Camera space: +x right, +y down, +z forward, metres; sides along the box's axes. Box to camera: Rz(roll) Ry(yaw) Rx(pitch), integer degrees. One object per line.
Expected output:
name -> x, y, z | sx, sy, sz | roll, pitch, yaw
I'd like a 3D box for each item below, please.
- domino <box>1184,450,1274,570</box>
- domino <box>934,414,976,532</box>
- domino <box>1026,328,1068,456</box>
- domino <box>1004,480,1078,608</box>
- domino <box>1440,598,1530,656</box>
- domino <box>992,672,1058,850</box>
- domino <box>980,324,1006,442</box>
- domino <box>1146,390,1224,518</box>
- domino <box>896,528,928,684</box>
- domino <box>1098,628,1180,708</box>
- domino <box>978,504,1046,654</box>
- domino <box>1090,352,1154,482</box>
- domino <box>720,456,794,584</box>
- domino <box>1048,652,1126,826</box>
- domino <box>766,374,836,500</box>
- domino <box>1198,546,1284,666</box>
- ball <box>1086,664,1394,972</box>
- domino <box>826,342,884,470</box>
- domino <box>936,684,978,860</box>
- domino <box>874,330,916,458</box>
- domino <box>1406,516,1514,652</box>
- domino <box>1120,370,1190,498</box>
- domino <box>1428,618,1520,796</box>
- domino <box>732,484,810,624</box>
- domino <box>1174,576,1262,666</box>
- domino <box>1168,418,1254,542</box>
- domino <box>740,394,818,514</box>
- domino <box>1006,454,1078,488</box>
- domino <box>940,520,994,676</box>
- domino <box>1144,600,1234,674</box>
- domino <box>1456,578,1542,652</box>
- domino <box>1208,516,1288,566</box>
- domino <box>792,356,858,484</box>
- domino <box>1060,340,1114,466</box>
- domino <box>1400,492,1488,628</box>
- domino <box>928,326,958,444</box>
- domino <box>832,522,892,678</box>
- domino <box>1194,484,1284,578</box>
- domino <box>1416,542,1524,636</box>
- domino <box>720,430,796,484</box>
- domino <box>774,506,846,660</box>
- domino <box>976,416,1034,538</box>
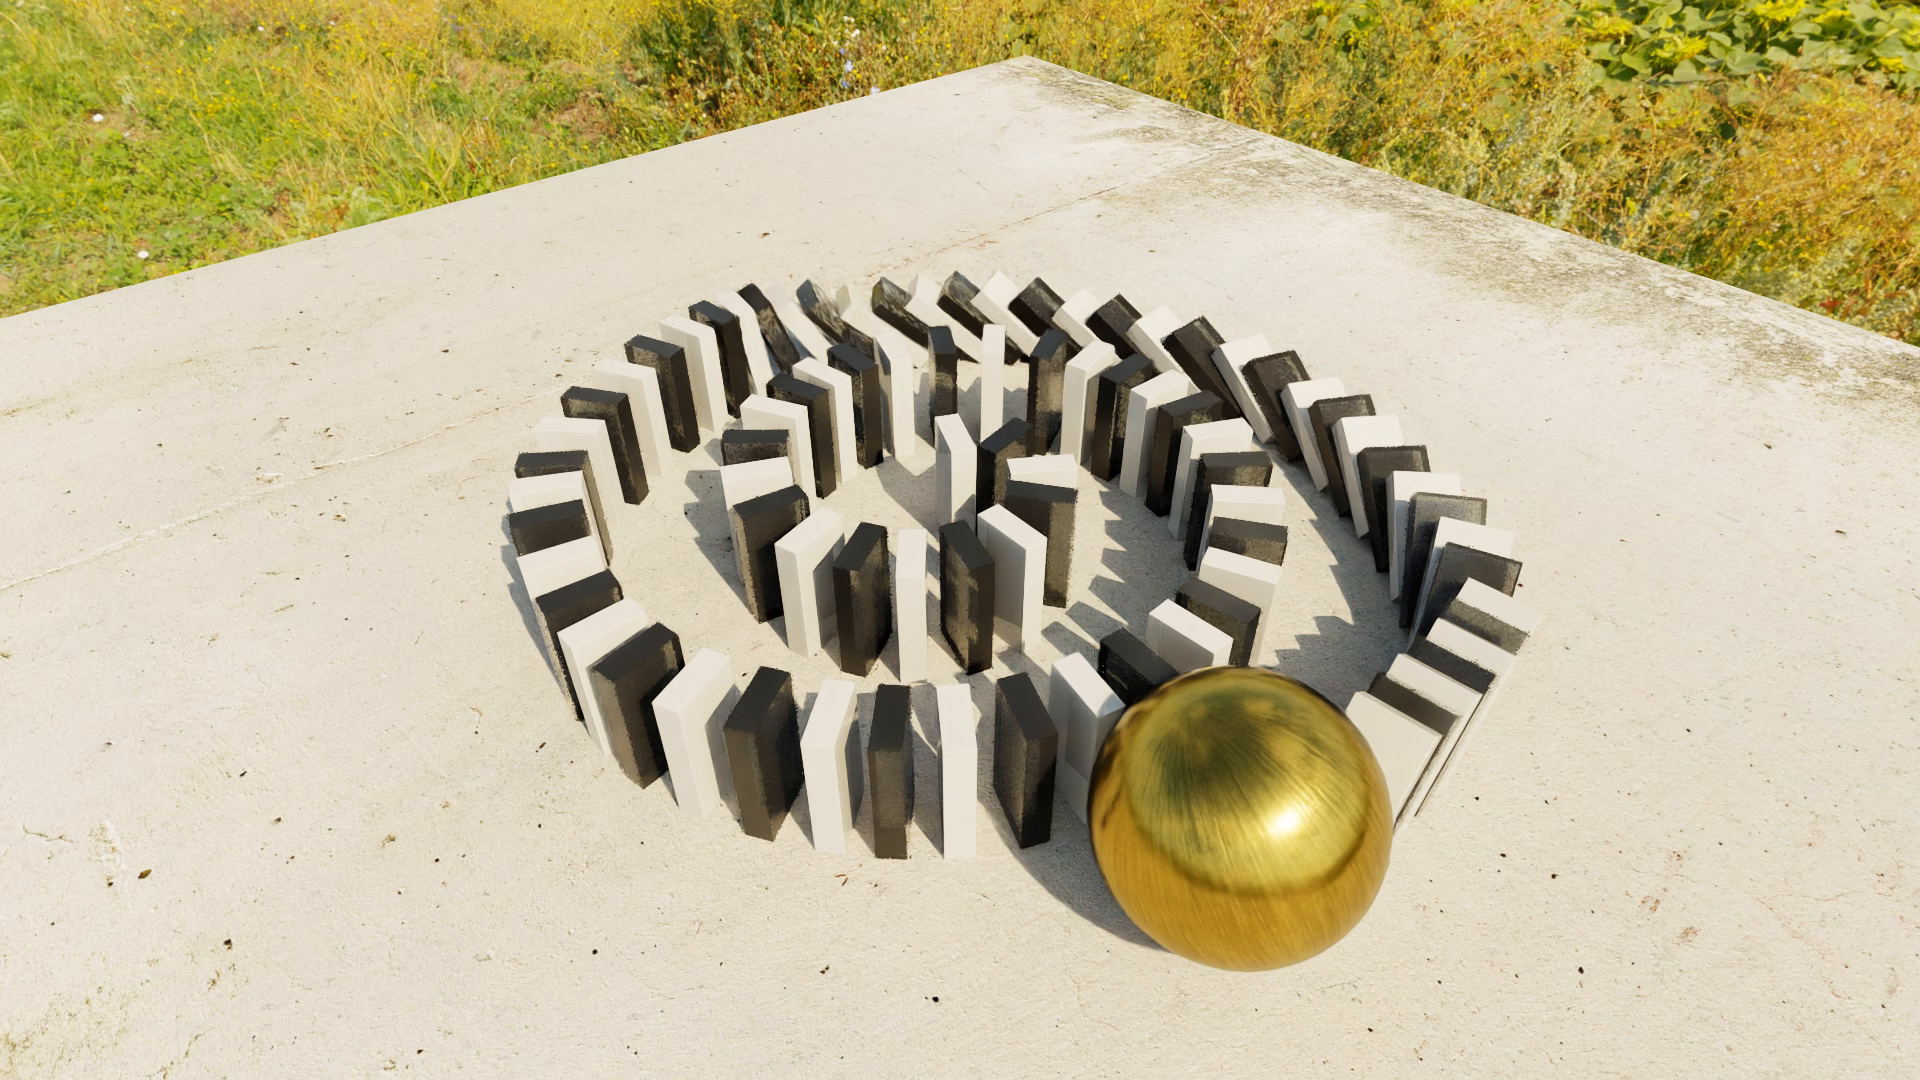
domino -> 0.103, -0.011, 0.424 | 0.025, 0.050, 0.009 | -2, 39, -3
domino -> -0.002, -0.022, 0.438 | 0.009, 0.050, 0.025 | -10, 40, -12
domino -> 0.038, -0.066, 0.492 | 0.009, 0.050, 0.025 | 14, 41, 16
domino -> 0.029, 0.002, 0.409 | 0.025, 0.050, 0.009 | 9, 40, 10
domino -> 0.161, 0.047, 0.359 | 0.025, 0.050, 0.010 | 31, 9, 32
domino -> 0.019, 0.067, 0.330 | 0.010, 0.050, 0.025 | -12, 41, -14
domino -> 0.015, -0.069, 0.495 | 0.009, 0.050, 0.025 | 2, 39, 2
domino -> 0.092, -0.035, 0.454 | 0.025, 0.050, 0.010 | -20, 43, -23
domino -> -0.016, 0.023, 0.383 | 0.010, 0.050, 0.025 | 0, 39, 0
domino -> 0.054, 0.054, 0.345 | 0.010, 0.050, 0.025 | -25, 44, -27
domino -> 0.018, 0.015, 0.394 | 0.009, 0.050, 0.025 | -28, 47, -30
domino -> 0.070, -0.053, 0.476 | 0.009, 0.050, 0.025 | 30, 48, 32
domino -> -0.075, -0.007, 0.420 | 0.025, 0.050, 0.010 | -10, 40, -12
domino -> 0.037, 0.061, 0.336 | 0.009, 0.050, 0.025 | -19, 42, -22
domino -> -0.067, -0.043, 0.464 | 0.025, 0.050, 0.009 | 21, 44, 24
domino -> 0.093, 0.028, 0.378 | 0.025, 0.050, 0.010 | 16, 42, 19
ball -> 0.074, 0.074, 0.297 | 0.080, 0.080, 0.080 | 0, 39, 0
domino -> -0.046, -0.059, 0.483 | 0.010, 0.050, 0.025 | -27, 46, -29
domino -> -0.001, 0.069, 0.327 | 0.010, 0.050, 0.025 | -3, 39, -4
domino -> -0.029, -0.064, 0.490 | 0.010, 0.050, 0.025 | -13, 41, -16
domino -> 0.180, 0.019, 0.396 | 0.025, 0.009, 0.050 | 14, 83, 16
domino -> 0.082, -0.045, 0.466 | 0.025, 0.050, 0.009 | -28, 47, -30
domino -> 0.153, 0.053, 0.350 | 0.025, 0.050, 0.009 | 31, 12, 32
domino -> -0.067, 0.006, 0.405 | 0.025, 0.050, 0.009 | -20, 44, -23
domino -> 0.082, 0.038, 0.365 | 0.025, 0.050, 0.009 | 27, 46, 29
domino -> 0.100, -0.024, 0.440 | 0.025, 0.050, 0.009 | -9, 40, -11
domino -> -0.074, -0.034, 0.453 | 0.025, 0.050, 0.010 | 14, 41, 17
domino -> 0.030, -0.009, 0.422 | 0.025, 0.050, 0.009 | -5, 40, -6
domino -> 0.002, 0.021, 0.386 | 0.009, 0.050, 0.025 | -16, 42, -18
domino -> 0.071, 0.046, 0.356 | 0.009, 0.050, 0.025 | -32, 49, -33
domino -> 0.171, 0.041, 0.370 | 0.025, 0.009, 0.050 | 31, 89, 32
domino -> 0.099, 0.016, 0.392 | 0.025, 0.050, 0.009 | 9, 40, 11
domino -> -0.058, -0.051, 0.474 | 0.025, 0.050, 0.010 | 28, 47, 30
domino -> 0.056, -0.060, 0.484 | 0.009, 0.050, 0.025 | 23, 45, 26
domino -> 0.179, 0.009, 0.408 | 0.025, 0.010, 0.050 | 7, 82, 8
domino -> -0.008, -0.068, 0.494 | 0.009, 0.050, 0.025 | -5, 40, -6
domino -> -0.034, 0.021, 0.385 | 0.010, 0.050, 0.025 | 12, 41, 14
domino -> 0.103, 0.003, 0.408 | 0.025, 0.050, 0.010 | 3, 39, 4
domino -> 0.175, 0.028, 0.384 | 0.025, 0.010, 0.050 | 18, 84, 19
domino -> -0.078, -0.020, 0.436 | 0.025, 0.050, 0.010 | 0, 39, -1
domino -> -0.052, 0.016, 0.392 | 0.009, 0.050, 0.025 | 23, 45, 25
domino -> 0.018, -0.021, 0.437 | 0.010, 0.050, 0.025 | 26, 46, 28
